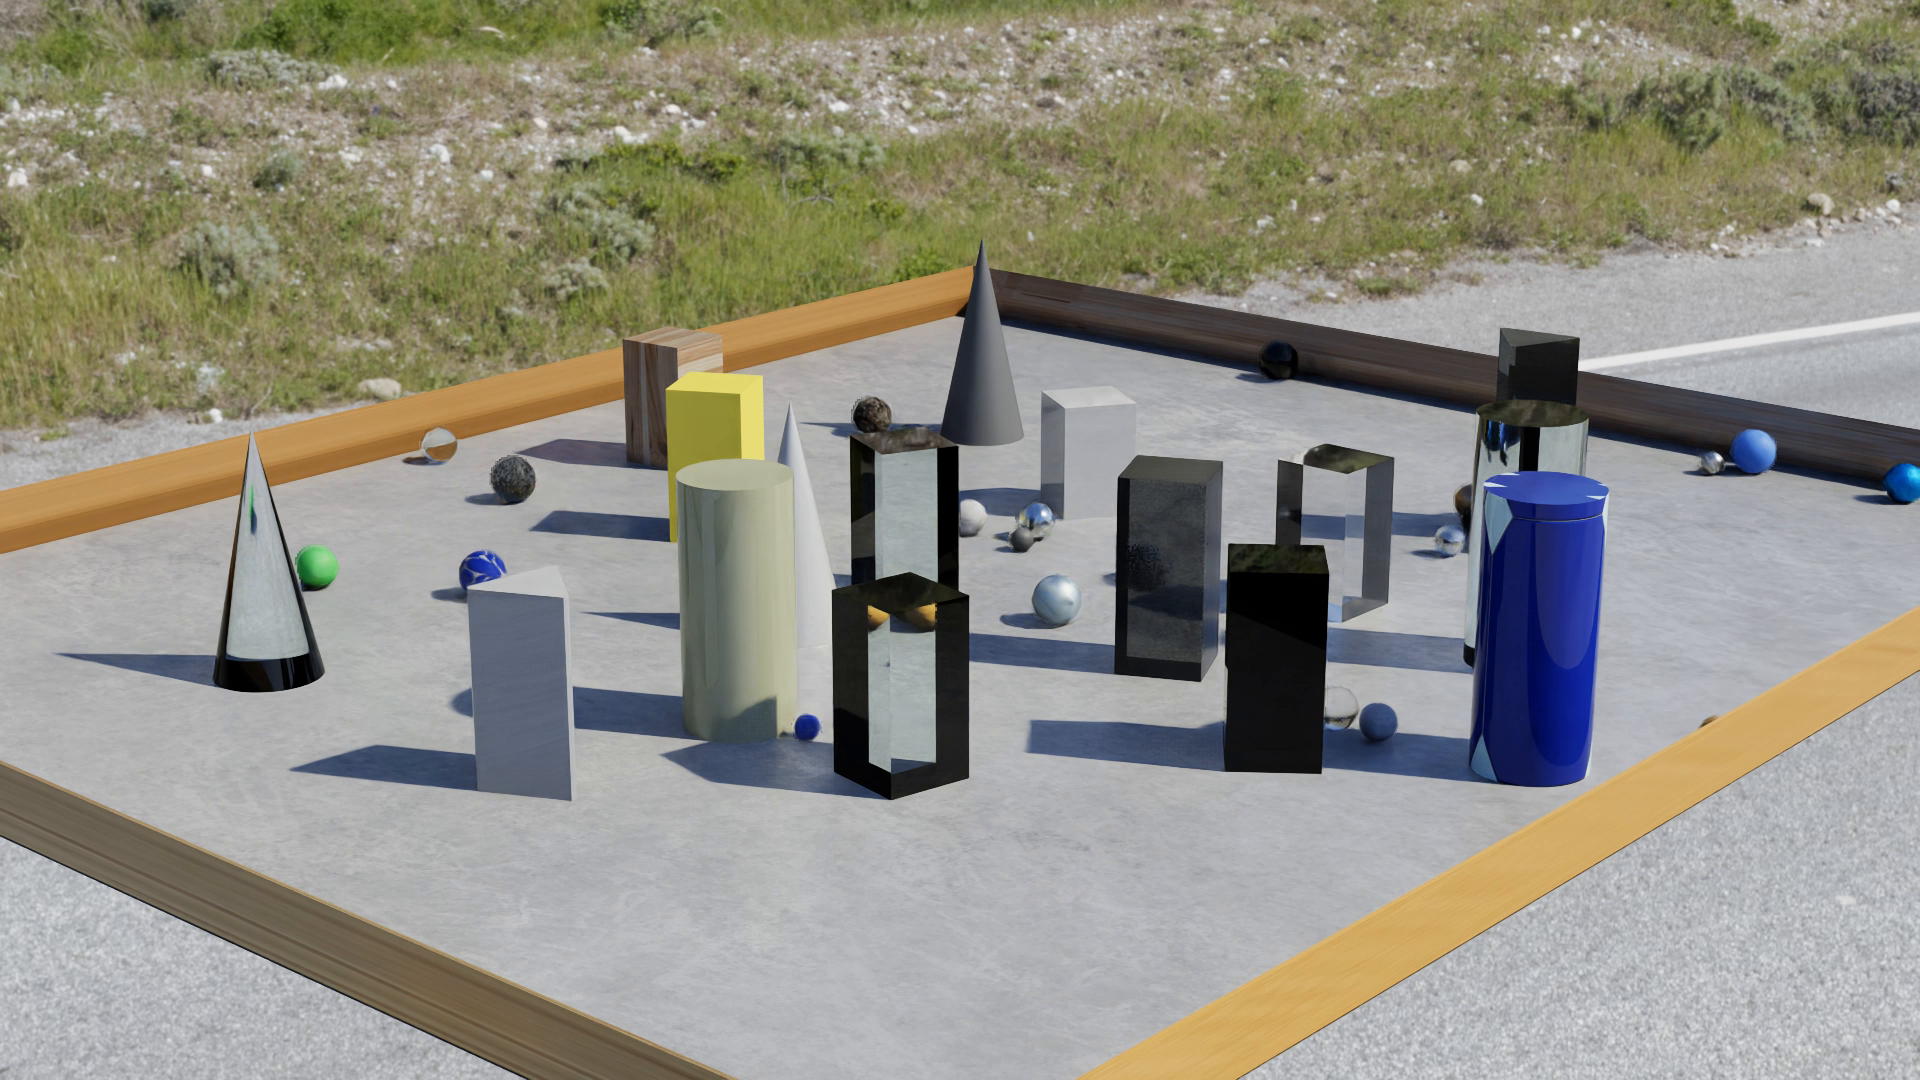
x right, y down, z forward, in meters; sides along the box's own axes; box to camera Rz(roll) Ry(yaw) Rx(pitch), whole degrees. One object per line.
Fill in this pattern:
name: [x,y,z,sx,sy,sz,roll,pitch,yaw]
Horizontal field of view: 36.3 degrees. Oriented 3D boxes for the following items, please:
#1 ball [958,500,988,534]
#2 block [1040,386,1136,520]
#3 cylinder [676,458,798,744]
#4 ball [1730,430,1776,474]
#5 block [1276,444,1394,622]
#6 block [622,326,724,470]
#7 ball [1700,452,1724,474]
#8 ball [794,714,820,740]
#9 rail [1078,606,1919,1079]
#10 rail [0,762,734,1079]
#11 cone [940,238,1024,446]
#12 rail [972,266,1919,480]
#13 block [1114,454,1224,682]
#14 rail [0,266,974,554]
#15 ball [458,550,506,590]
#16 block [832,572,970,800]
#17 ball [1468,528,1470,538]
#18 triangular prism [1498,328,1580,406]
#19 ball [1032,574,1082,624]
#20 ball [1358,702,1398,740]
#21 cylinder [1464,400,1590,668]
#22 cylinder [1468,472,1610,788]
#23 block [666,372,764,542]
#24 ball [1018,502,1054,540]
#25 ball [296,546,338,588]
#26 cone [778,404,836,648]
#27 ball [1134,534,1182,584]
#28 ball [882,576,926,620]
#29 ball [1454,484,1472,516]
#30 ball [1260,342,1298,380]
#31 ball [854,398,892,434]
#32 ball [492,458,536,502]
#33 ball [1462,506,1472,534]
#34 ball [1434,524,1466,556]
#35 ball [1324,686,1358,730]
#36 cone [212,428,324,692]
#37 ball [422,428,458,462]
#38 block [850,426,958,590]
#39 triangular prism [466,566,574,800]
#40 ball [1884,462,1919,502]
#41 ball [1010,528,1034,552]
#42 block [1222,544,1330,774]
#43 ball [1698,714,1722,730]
ball: [0.017,-0.043,5.445,0.066,0.066,0.066,0,17,0]
block: [0.244,-0.167,5.591,0.141,0.219,0.141,-5,18,-16]
cylinder: [-0.336,0.091,4.437,0.177,0.396,0.177,0,17,0]
ball: [1.582,-0.177,5.848,0.088,0.088,0.088,0,17,0]
block: [0.639,-0.014,5.013,0.141,0.261,0.141,14,22,39]
block: [-0.577,-0.286,5.923,0.141,0.254,0.141,11,20,33]
ball: [1.498,-0.153,5.842,0.046,0.046,0.046,0,17,0]
ball: [-0.230,0.282,4.419,0.040,0.040,0.040,0,17,0]
rail: [1.079,0.301,4.225,0.045,0.115,3.442,14,22,39]
rail: [-1.113,0.401,3.895,2.906,0.115,0.045,14,22,39]
cone: [0.046,-0.422,6.079,0.177,0.423,0.177,0,17,0]
rail: [1.113,-0.343,6.348,2.906,0.115,0.045,14,22,39]
block: [0.335,0.044,4.707,0.141,0.328,0.141,5,18,15]
rail: [-1.079,-0.243,6.019,0.045,0.115,3.442,14,22,39]
ball: [-0.827,0.059,5.079,0.083,0.083,0.083,0,17,0]
block: [-0.086,0.209,4.245,0.141,0.280,0.141,-13,21,-36]
ball: [0.959,-0.012,5.352,0.061,0.061,0.061,0,17,0]
triangular prism: [1.035,-0.199,5.436,0.153,0.371,0.133,-9,19,-26]
ball: [0.163,0.100,4.943,0.085,0.085,0.085,0,17,0]
ball: [0.629,0.274,4.416,0.058,0.058,0.058,0,17,0]
cylinder: [0.908,-0.003,4.712,0.177,0.415,0.177,0,17,0]
cylinder: [0.839,0.129,4.261,0.177,0.426,0.177,0,17,0]
block: [-0.449,-0.150,5.412,0.141,0.290,0.141,4,17,12]
ball: [0.140,-0.035,5.416,0.069,0.069,0.069,0,17,0]
ball: [-1.125,0.048,5.136,0.072,0.072,0.072,0,17,0]
cone: [-0.278,-0.039,4.859,0.177,0.398,0.177,0,17,0]
ball: [0.348,0.034,5.158,0.086,0.086,0.086,0,17,0]
ball: [-0.095,0.099,4.962,0.075,0.075,0.075,0,17,0]
ball: [0.968,-0.072,5.541,0.067,0.067,0.067,0,17,0]
ball: [0.718,-0.404,6.600,0.086,0.086,0.086,0,17,0]
ball: [-0.183,-0.259,6.135,0.079,0.079,0.079,0,17,0]
ball: [-0.859,-0.116,5.651,0.085,0.085,0.085,0,17,0]
ball: [0.961,-0.035,5.416,0.068,0.068,0.068,0,17,0]
ball: [0.889,0.001,5.320,0.056,0.056,0.056,0,17,0]
ball: [0.573,0.256,4.458,0.067,0.067,0.067,0,17,0]
cone: [-1.109,0.019,4.649,0.177,0.410,0.177,0,17,0]
ball: [-1.052,-0.192,5.927,0.071,0.071,0.071,0,17,0]
block: [-0.096,-0.035,5.049,0.141,0.282,0.141,-8,18,-24]
triangular prism: [-0.606,0.202,4.227,0.153,0.306,0.133,5,18,15]
ball: [1.821,-0.111,5.652,0.076,0.076,0.076,0,17,0]
ball: [0.113,-0.001,5.347,0.043,0.043,0.043,0,17,0]
block: [0.463,0.174,4.316,0.141,0.307,0.141,1,17,4]
ball: [1.126,0.291,4.349,0.063,0.063,0.063,0,17,0]
